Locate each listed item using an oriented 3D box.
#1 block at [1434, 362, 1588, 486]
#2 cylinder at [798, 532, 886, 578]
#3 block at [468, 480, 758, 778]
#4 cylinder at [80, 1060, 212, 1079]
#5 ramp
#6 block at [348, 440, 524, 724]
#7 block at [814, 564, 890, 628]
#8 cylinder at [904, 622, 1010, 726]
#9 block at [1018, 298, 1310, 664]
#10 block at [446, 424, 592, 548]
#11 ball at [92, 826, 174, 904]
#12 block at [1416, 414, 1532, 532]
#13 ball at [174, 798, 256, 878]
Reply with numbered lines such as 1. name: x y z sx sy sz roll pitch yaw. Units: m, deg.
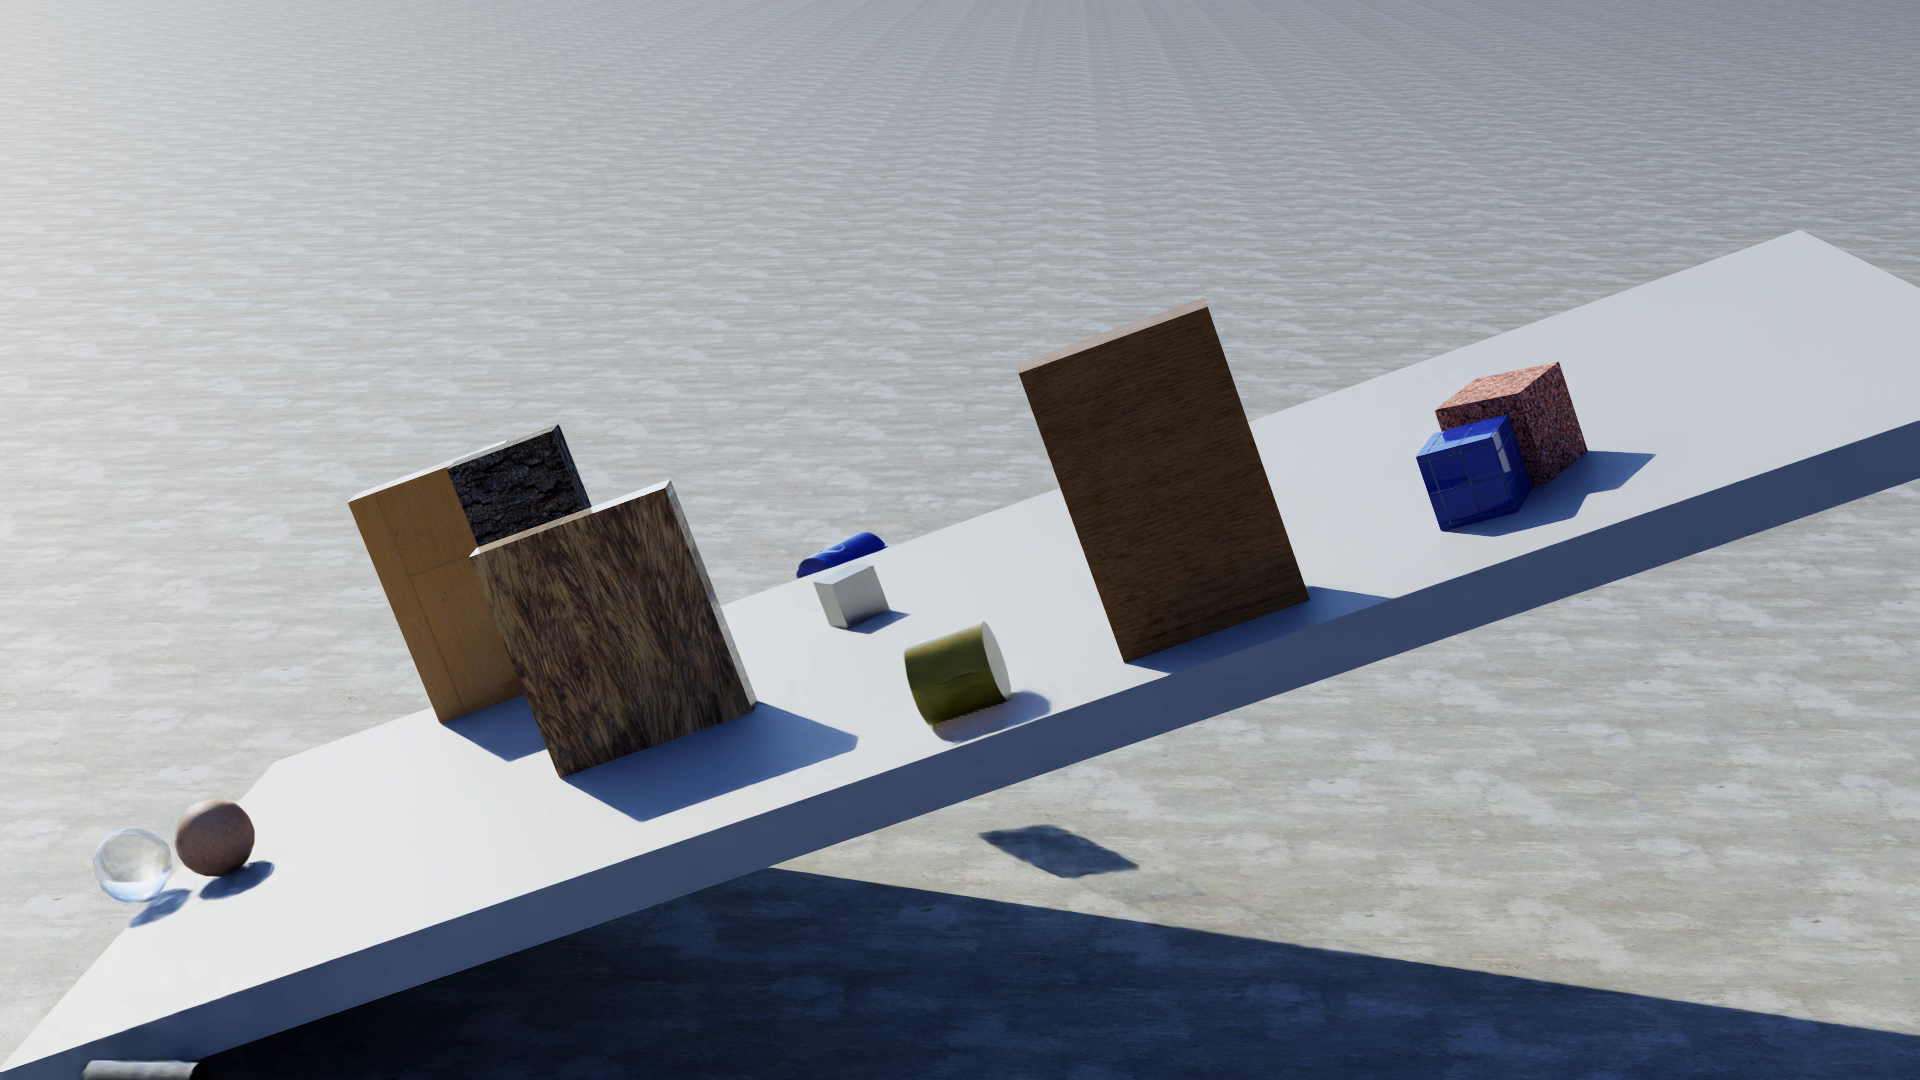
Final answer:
1. block: 1.073 -0.214 5.722 0.186 0.186 0.186 -11 15 40
2. cylinder: -0.296 0.098 7.726 0.187 0.187 0.187 13 31 44
3. block: -0.724 0.188 6.164 0.438 0.508 0.088 -19 11 6
4. cylinder: -1.480 1.046 5.338 0.197 0.197 0.197 0 13 1
5. ramp: 0.114 0.177 6.298 4.000 0.100 2.000 -19 11 6
6. block: -1.186 0.103 7.170 0.397 0.588 0.107 -19 11 6
7. block: -0.245 0.126 6.636 0.109 0.109 0.109 -25 12 -22
8. cylinder: -0.005 0.250 5.513 0.156 0.156 0.156 -18 10 11
9. block: 0.378 -0.109 5.444 0.362 0.579 0.120 -19 11 6
10. block: -0.912 0.085 6.637 0.253 0.641 0.094 -19 11 6
11. ball: -1.819 0.715 6.469 0.170 0.170 0.170 0 13 0
12. block: 0.976 -0.128 5.576 0.152 0.152 0.152 -15 13 26
13. ball: -1.631 0.651 6.436 0.172 0.172 0.172 0 13 0
